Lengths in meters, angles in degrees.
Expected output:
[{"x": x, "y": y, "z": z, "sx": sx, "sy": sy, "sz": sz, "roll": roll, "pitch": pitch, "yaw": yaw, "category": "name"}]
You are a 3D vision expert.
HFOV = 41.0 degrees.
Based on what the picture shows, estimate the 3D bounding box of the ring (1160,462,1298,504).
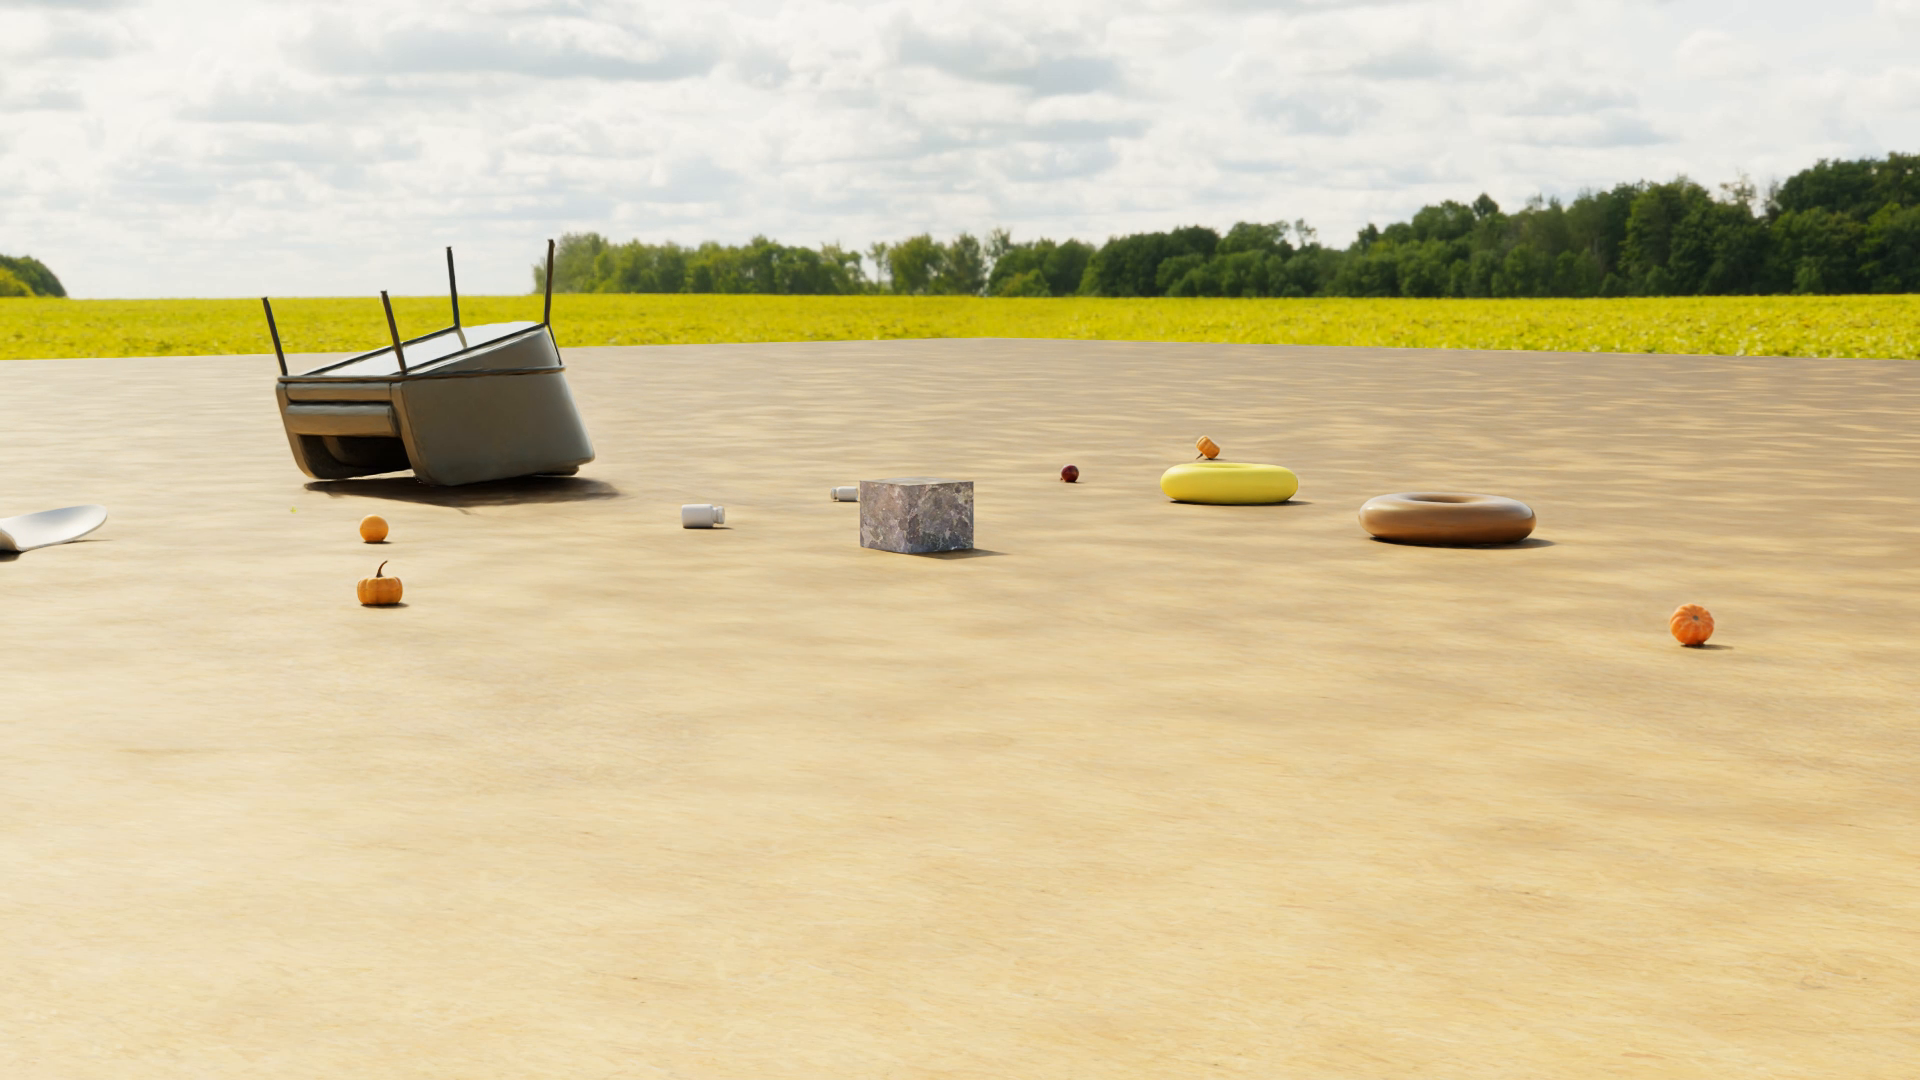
[{"x": 0.789, "y": -0.166, "z": 7.516, "sx": 0.405, "sy": 0.105, "sz": 0.235, "roll": 1, "pitch": 7, "yaw": 0, "category": "ring"}]

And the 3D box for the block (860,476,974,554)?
[{"x": -0.105, "y": -0.063, "z": 6.231, "sx": 0.200, "sy": 0.162, "sz": 0.193, "roll": -5, "pitch": 8, "yaw": -39, "category": "block"}]

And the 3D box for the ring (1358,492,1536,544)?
[{"x": 1.220, "y": -0.054, "z": 6.431, "sx": 0.441, "sy": 0.105, "sz": 0.373, "roll": 3, "pitch": 7, "yaw": 17, "category": "ring"}]
